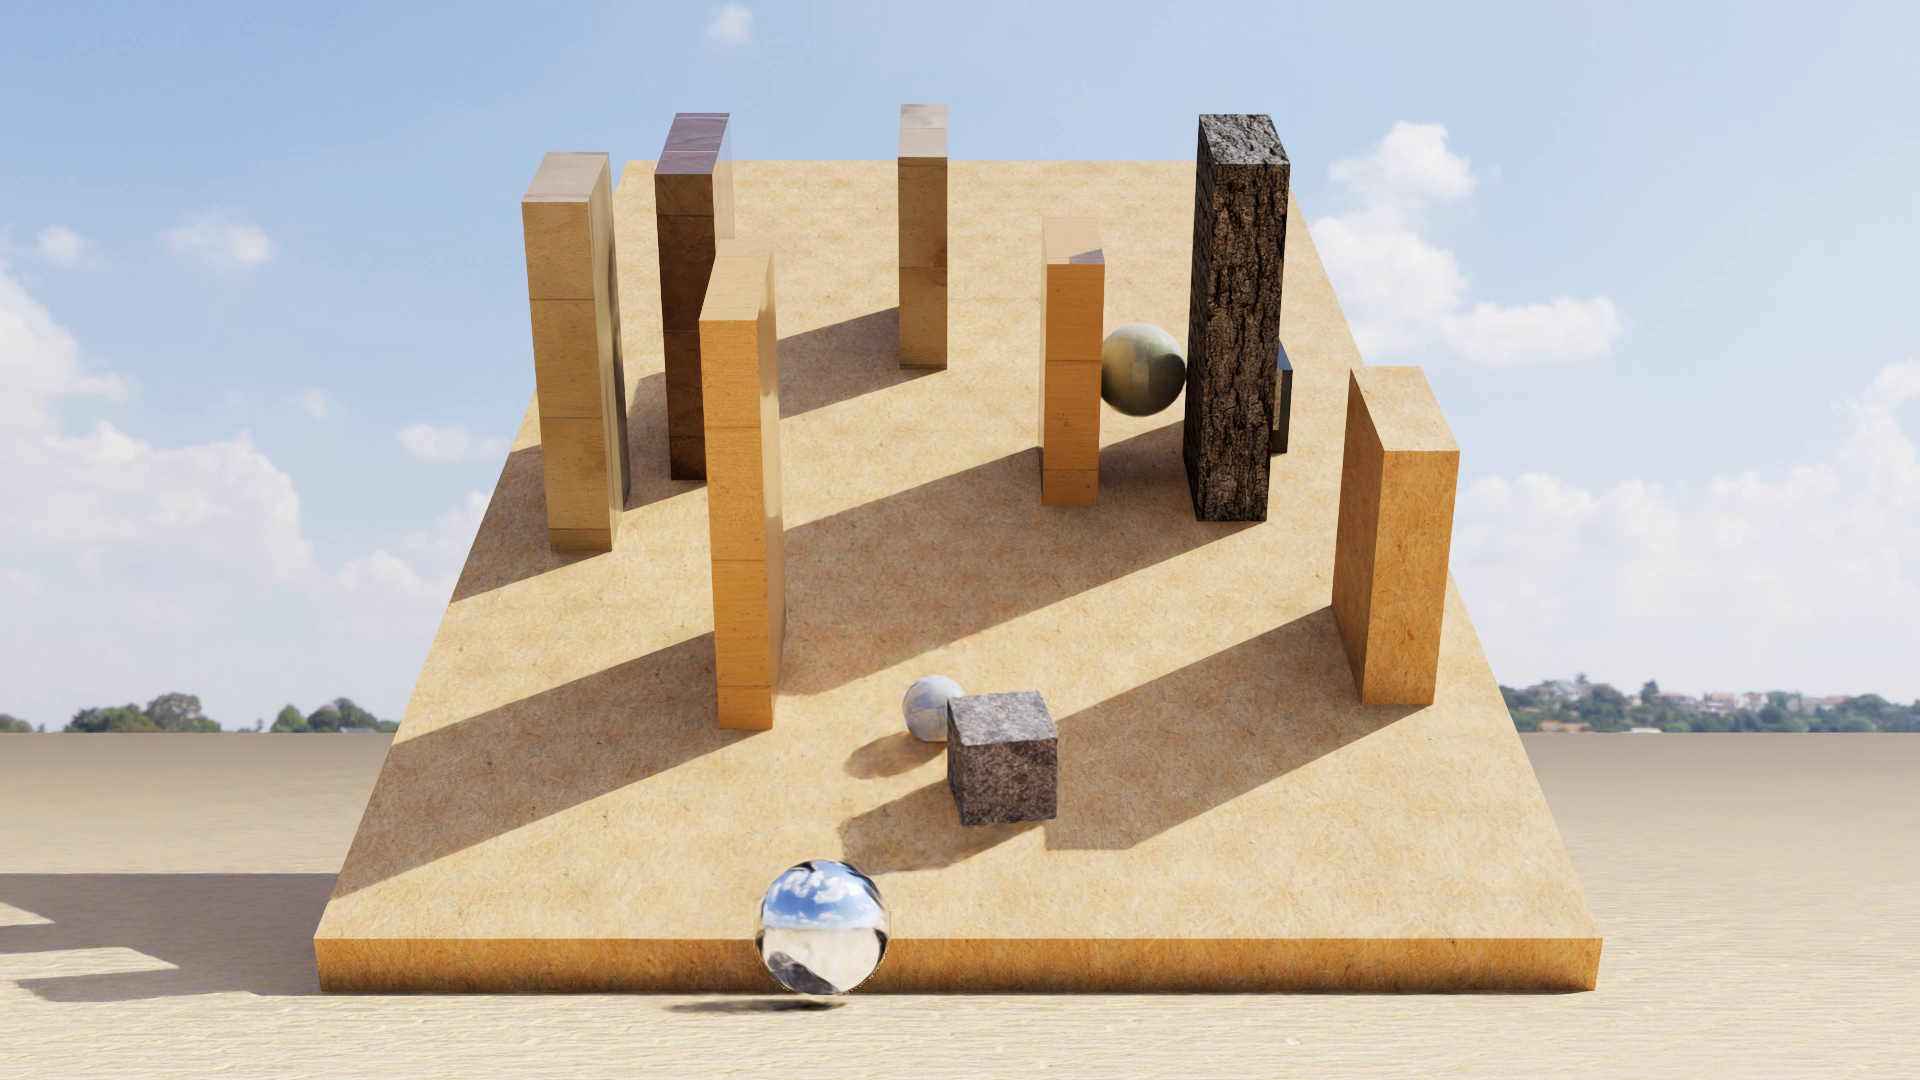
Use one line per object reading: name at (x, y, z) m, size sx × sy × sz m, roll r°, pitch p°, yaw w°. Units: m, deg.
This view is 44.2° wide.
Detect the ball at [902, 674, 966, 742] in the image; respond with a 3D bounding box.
ball at (-0.044, 0.298, 4.173) m, size 0.119 × 0.119 × 0.119 m, roll 0°, pitch -5°, yaw 0°

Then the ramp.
ramp at (-0.010, -0.228, 5.477) m, size 2.000 × 0.100 × 4.000 m, roll 0°, pitch 26°, yaw 0°

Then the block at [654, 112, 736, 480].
block at (-0.571, -0.541, 5.211) m, size 0.119 × 0.694 × 0.445 m, roll 0°, pitch 26°, yaw 0°

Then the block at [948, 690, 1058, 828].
block at (0.070, 0.368, 3.989) m, size 0.159 × 0.159 × 0.159 m, roll -4°, pitch 27°, yaw -9°

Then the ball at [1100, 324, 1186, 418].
ball at (0.398, -0.374, 5.234) m, size 0.208 × 0.208 × 0.208 m, roll 0°, pitch -5°, yaw 0°

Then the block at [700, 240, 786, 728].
block at (-0.383, -0.101, 4.231) m, size 0.095 × 0.780 × 0.401 m, roll 0°, pitch 26°, yaw 0°

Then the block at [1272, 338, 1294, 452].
block at (0.631, -0.329, 5.346) m, size 0.201 × 0.201 × 0.201 m, roll -1°, pitch 26°, yaw -2°

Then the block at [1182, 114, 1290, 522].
block at (0.574, -0.466, 4.969) m, size 0.147 × 0.781 × 0.346 m, roll 0°, pitch 26°, yaw 0°

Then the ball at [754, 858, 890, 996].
ball at (-0.206, 0.577, 3.524) m, size 0.202 × 0.202 × 0.202 m, roll 0°, pitch -5°, yaw 0°

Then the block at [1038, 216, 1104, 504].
block at (0.236, -0.388, 5.077) m, size 0.118 × 0.543 × 0.308 m, roll 0°, pitch 26°, yaw 0°

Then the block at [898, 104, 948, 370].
block at (-0.089, -0.751, 5.817) m, size 0.116 × 0.534 × 0.441 m, roll 0°, pitch 26°, yaw 0°

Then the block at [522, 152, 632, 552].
block at (-0.778, -0.384, 4.833) m, size 0.127 × 0.748 × 0.322 m, roll 0°, pitch 26°, yaw 0°

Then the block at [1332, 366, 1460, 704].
block at (0.798, -0.014, 4.370) m, size 0.131 × 0.507 × 0.387 m, roll 0°, pitch 26°, yaw 0°
